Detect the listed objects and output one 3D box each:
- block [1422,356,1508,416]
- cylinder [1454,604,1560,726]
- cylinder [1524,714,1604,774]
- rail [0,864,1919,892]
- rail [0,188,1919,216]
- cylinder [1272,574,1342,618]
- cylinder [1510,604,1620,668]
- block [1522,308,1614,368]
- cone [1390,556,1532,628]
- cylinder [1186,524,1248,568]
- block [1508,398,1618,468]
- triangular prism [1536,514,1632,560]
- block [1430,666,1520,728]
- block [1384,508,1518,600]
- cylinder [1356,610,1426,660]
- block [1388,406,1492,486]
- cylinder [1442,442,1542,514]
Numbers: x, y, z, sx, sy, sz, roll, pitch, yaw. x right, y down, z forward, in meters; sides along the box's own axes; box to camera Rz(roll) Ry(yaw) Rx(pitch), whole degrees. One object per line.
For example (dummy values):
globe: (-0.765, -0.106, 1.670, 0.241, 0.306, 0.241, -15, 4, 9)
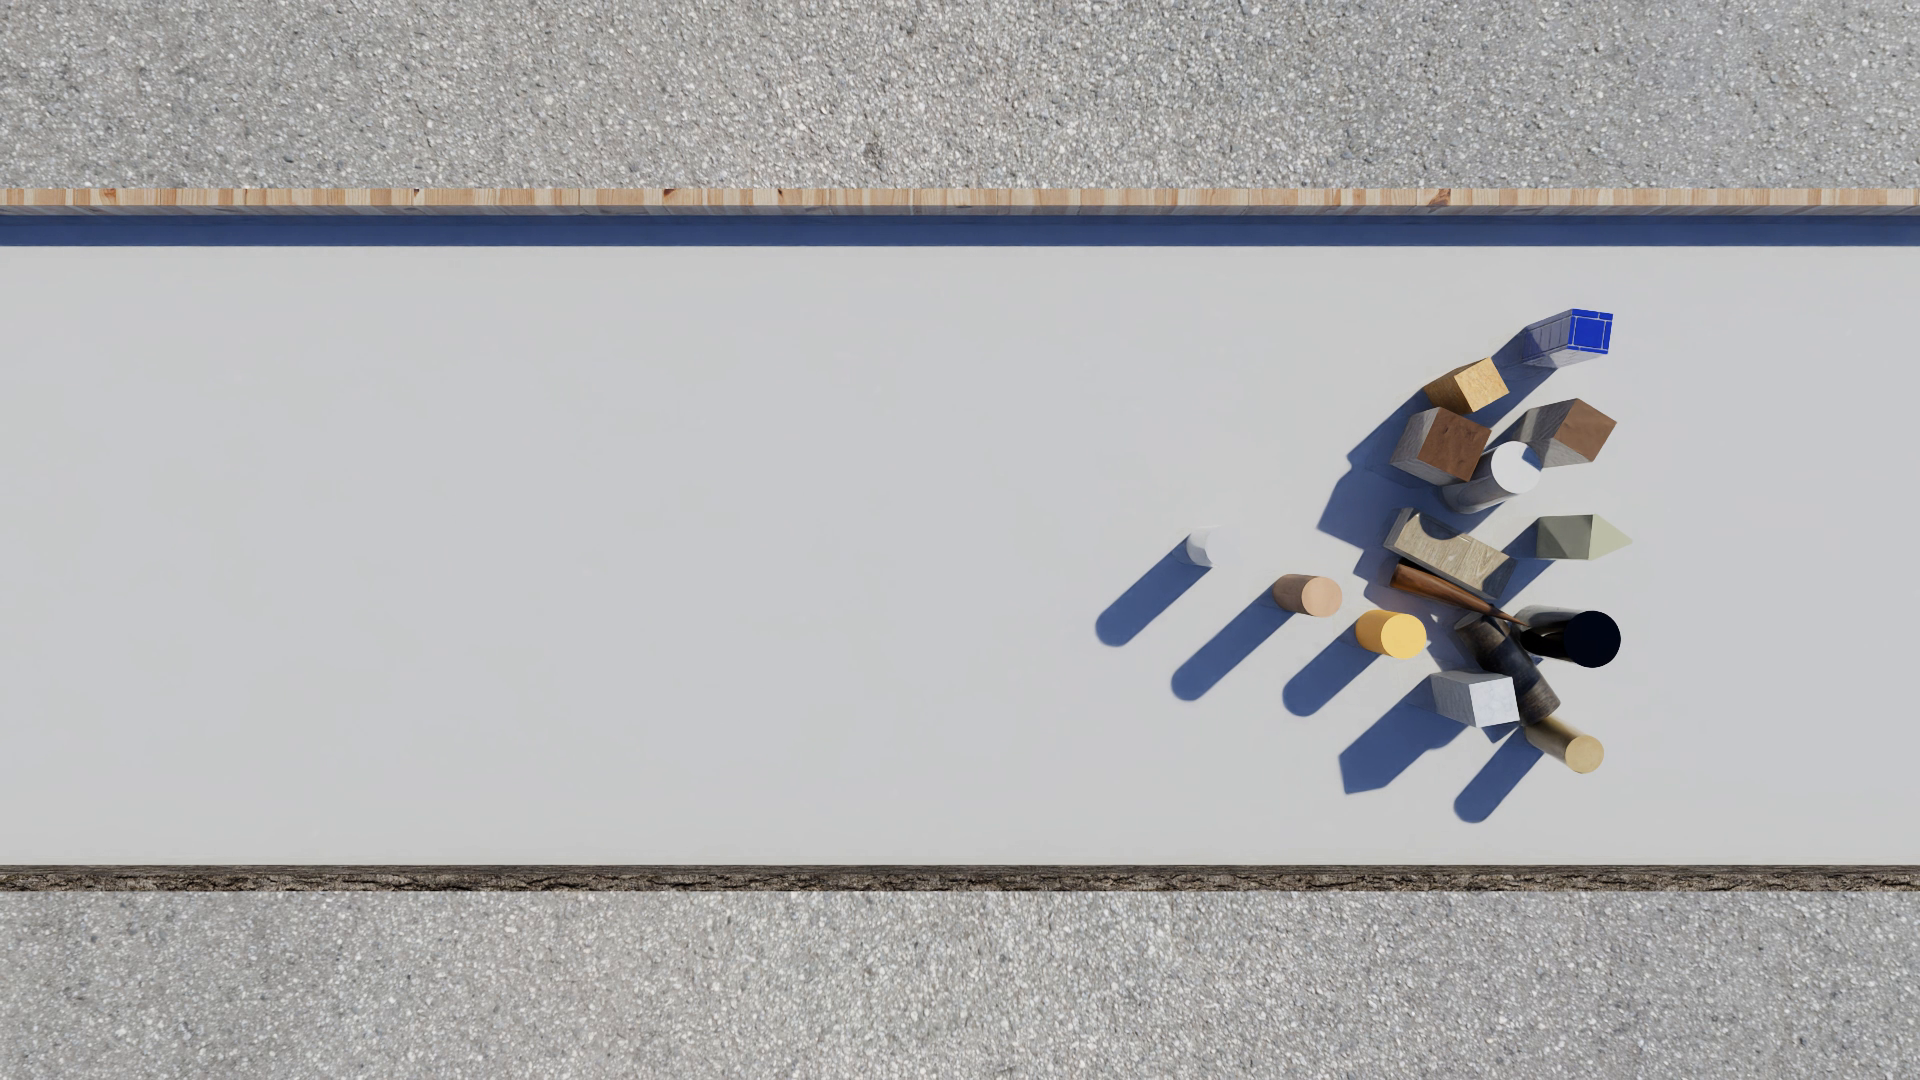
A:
block: (1.503, -0.448, 4.914, 0.118, 0.325, 0.118, -29, 90, 0)
cylinder: (1.661, 0.378, 5.008, 0.137, 0.137, 0.358, -35, 90, 0)
cylinder: (1.797, 0.601, 4.917, 0.114, 0.307, 0.114, 0, 97, -3)
rail: (-2.247, 1.025, 5.001, 12.000, 0.150, 0.050, 0, 90, 0)
rail: (-2.247, -1.025, 5.002, 12.000, 0.150, 0.050, 0, 90, 0)
cylinder: (1.020, 0.161, 4.860, 0.115, 0.432, 0.115, 0, 90, 0)
cylinder: (1.776, 0.279, 4.855, 0.162, 0.443, 0.162, 0, 90, 0)
block: (1.793, -0.594, 4.884, 0.117, 0.386, 0.117, 8, 90, 0)
cone: (1.514, 0.179, 4.955, 0.428, 0.101, 0.101, 24, 90, 20)
cylinder: (0.759, 0.019, 4.883, 0.124, 0.386, 0.124, 0, 90, 0)
block: (1.772, -0.312, 4.875, 0.133, 0.403, 0.133, 32, 90, 0)
triangular prism: (1.811, -0.022, 4.862, 0.134, 0.430, 0.116, -24, 90, 0)
block: (1.518, 0.462, 4.882, 0.125, 0.389, 0.125, -10, 90, 0)
block: (1.488, 0.041, 5.011, 0.353, 0.131, 0.131, 27, 90, 0)
cylinder: (1.282, 0.279, 4.921, 0.131, 0.311, 0.131, 0, 90, 0)
block: (1.429, -0.276, 4.921, 0.165, 0.310, 0.165, 24, 90, 0)
cylinder: (1.577, -0.183, 4.905, 0.155, 0.315, 0.155, 2, 80, -9)
